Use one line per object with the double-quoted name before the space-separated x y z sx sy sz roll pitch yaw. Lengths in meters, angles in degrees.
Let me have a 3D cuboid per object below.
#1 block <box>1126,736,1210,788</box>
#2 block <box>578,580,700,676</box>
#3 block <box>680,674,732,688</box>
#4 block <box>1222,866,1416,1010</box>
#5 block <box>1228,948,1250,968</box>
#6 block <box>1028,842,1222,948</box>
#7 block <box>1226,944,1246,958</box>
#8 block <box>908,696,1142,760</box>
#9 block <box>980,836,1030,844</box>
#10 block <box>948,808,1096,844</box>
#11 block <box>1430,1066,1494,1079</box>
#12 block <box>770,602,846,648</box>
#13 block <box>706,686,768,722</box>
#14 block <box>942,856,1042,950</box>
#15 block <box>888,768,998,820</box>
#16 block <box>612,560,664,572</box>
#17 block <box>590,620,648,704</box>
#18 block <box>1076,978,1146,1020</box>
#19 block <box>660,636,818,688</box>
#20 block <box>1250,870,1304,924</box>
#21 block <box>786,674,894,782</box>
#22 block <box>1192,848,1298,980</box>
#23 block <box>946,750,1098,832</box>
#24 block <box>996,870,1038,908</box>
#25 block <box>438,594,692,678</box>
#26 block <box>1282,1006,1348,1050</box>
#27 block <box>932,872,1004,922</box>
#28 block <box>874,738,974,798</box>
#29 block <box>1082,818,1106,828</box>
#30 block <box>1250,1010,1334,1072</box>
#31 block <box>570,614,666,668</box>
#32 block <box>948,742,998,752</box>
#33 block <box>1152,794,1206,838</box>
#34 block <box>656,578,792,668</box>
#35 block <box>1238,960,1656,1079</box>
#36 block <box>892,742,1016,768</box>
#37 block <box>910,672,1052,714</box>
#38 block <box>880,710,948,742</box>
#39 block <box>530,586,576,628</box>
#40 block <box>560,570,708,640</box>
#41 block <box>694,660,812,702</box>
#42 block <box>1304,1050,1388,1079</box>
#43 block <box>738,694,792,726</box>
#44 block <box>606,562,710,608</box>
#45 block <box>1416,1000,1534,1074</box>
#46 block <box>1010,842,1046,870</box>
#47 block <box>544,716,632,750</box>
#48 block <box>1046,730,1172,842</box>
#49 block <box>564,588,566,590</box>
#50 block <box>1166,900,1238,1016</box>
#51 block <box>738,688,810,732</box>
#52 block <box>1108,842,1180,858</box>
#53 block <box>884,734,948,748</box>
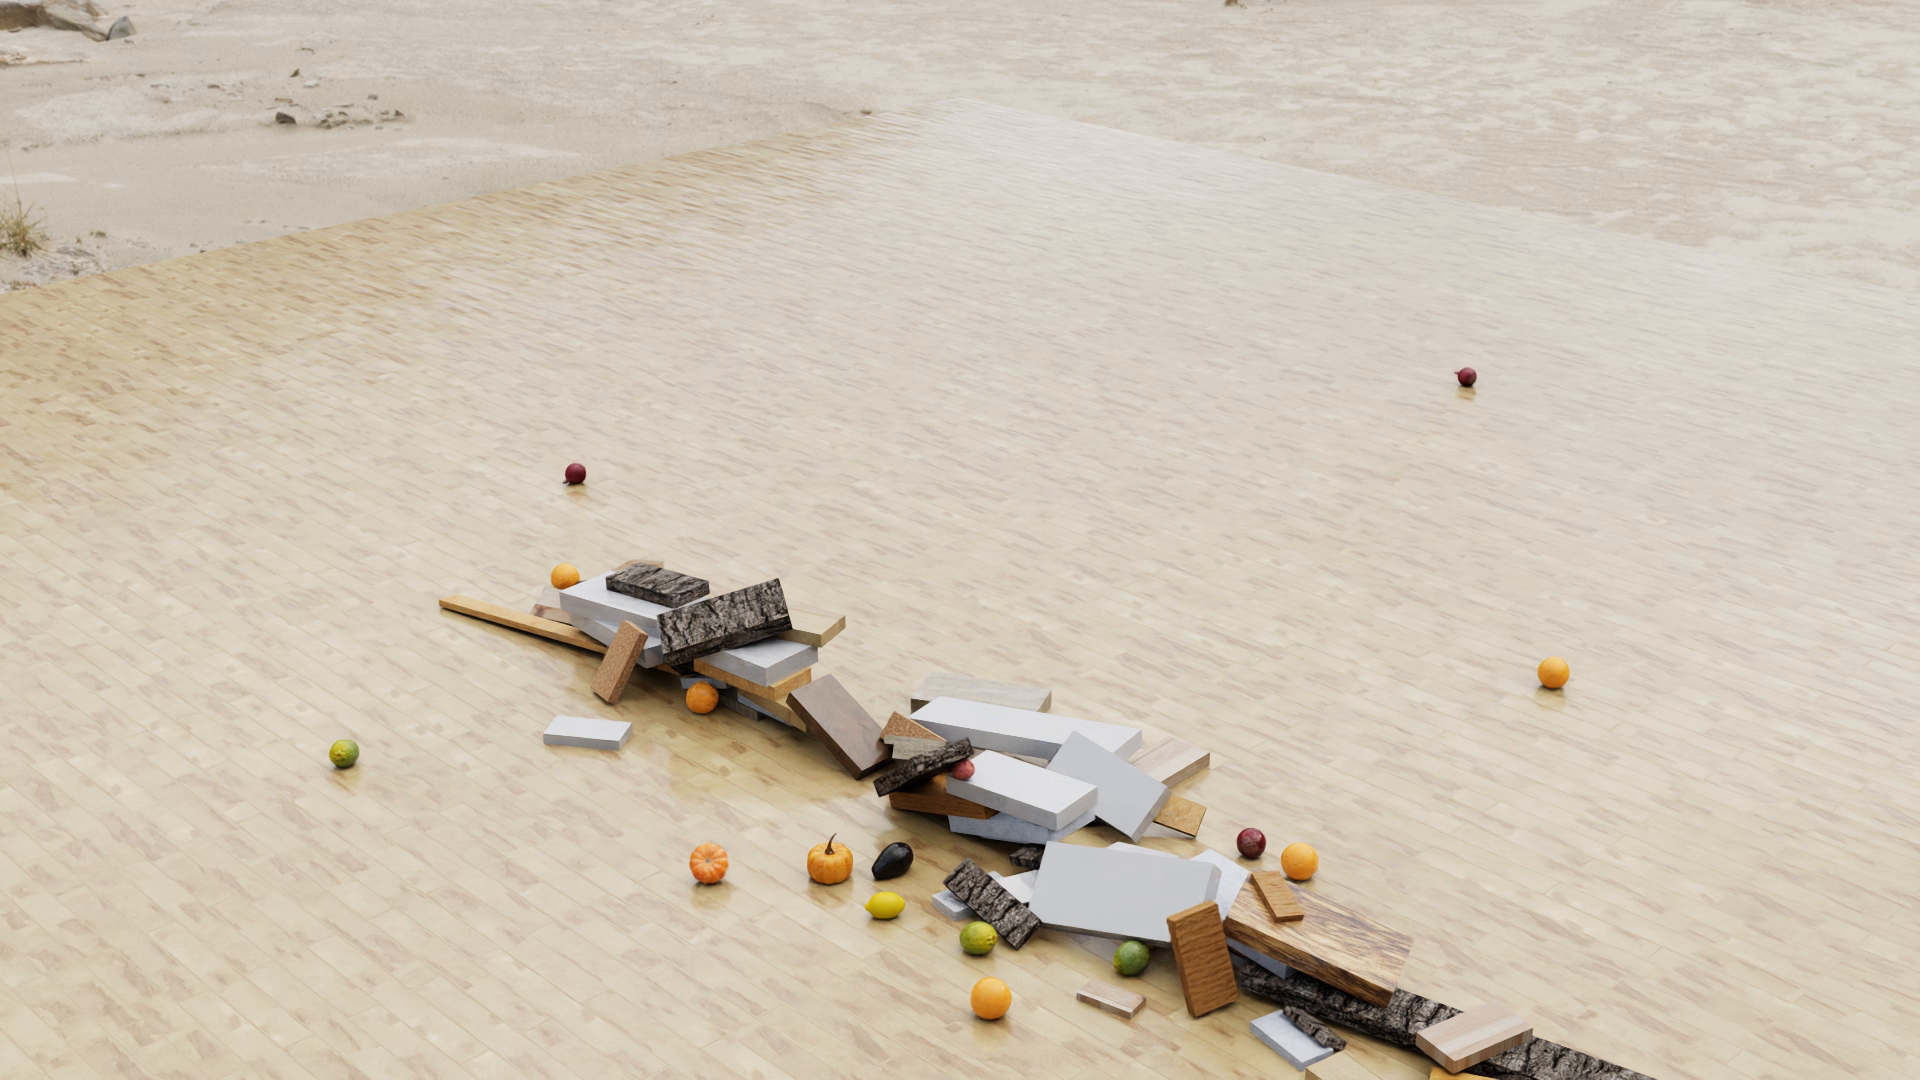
"block" 0.413 0.478 4.594 0.109 0.031 0.218 19 30 38
"block" -0.748 0.198 5.199 0.085 0.024 0.654 -9 20 -29
"block" -0.542 0.308 4.930 0.086 0.024 0.172 -21 11 -40
"block" 0.625 0.691 3.838 0.308 0.044 0.154 23 35 14
"block" 0.502 0.737 3.996 0.158 0.022 0.079 20 30 39
"block" 0.295 0.646 3.992 0.342 0.044 0.154 3 64 32
"block" 0.481 0.695 3.983 0.079 0.022 0.158 -20 35 -40
"block" 0.133 0.405 4.634 0.484 0.040 0.141 7 19 28
"block" 0.113 0.572 4.340 0.140 0.020 0.070 0 17 45
"block" 0.119 0.544 4.325 0.268 0.038 0.134 0 17 45
"block" 0.796 0.931 3.527 0.109 0.031 0.218 8 24 18
"block" -0.380 0.181 4.876 0.226 0.032 0.113 11 25 23
"block" -0.477 0.352 4.901 0.172 0.024 0.086 21 30 40
"block" 0.059 0.671 4.072 0.068 0.019 0.216 -44 47 -12
"block" -0.003 0.508 4.424 0.268 0.038 0.134 0 17 45
"block" -0.804 0.078 5.467 0.085 0.024 0.234 2 7 5
"block" -0.762 0.272 4.918 0.024 0.171 0.085 24 3 -41
"block" 0.265 0.803 3.849 0.109 0.015 0.054 15 27 31
"block" -0.490 0.229 4.861 0.327 0.046 0.163 18 29 36
"block" 0.556 0.625 3.857 0.054 0.015 0.109 -1 37 -21
"block" -0.246 0.394 4.653 0.120 0.034 0.239 -23 59 -43
"block" 0.516 0.670 3.963 0.154 0.044 0.308 -20 35 -39
"block" 0.119 0.486 4.284 0.268 0.038 0.134 15 27 36
"block" 0.106 0.663 4.135 0.136 0.019 0.068 -9 43 -27
"block" -0.927 0.221 5.180 0.792 0.016 0.057 13 21 32
"block" 0.604 0.831 3.749 0.054 0.015 0.109 23 6 -38
"block" 0.028 0.672 4.151 0.148 0.021 0.073 -16 28 -33
"block" -0.074 0.451 4.352 0.124 0.035 0.247 -17 -10 -25
"block" 0.230 0.553 4.432 0.146 0.021 0.073 -3 23 -8
"block" 0.562 0.849 3.735 0.068 0.019 0.136 -14 27 -29
"block" -0.743 0.201 5.075 0.163 0.046 0.360 -16 24 -34
"block" 0.023 0.441 4.653 0.126 0.018 0.063 4 24 10
"block" 0.401 0.534 4.391 0.170 0.018 0.063 18 71 16
"block" -0.517 0.180 4.820 0.282 0.040 0.141 -17 37 -3
"block" 0.851 0.842 3.707 0.786 0.031 0.109 15 28 29
"block" -0.010 0.454 4.546 0.248 0.035 0.124 6 -12 5
"block" 0.047 0.358 4.866 0.282 0.040 0.141 8 24 17
"block" -0.099 0.418 4.628 0.128 0.064 0.018 30 6 5
"block" -0.940 0.167 5.282 0.171 0.024 0.086 10 58 23
"block" -0.754 0.148 5.088 0.327 0.046 0.163 13 25 37
"block" -0.457 0.284 4.835 0.239 0.034 0.120 17 28 34
"block" 0.660 0.904 3.598 0.090 0.025 0.179 -15 27 -31
"block" -0.398 0.356 4.828 0.172 0.024 0.086 21 30 39
"block" -0.700 0.105 5.085 0.226 0.032 0.113 13 25 37
"block" 0.859 0.828 3.670 0.179 0.025 0.090 -13 28 -30
"block" 0.168 0.605 4.199 0.070 0.020 0.140 -26 18 -40
"block" -0.803 0.417 4.748 0.171 0.024 0.086 4 23 10
"block" 0.290 0.493 4.405 0.248 0.035 0.124 29 77 35
"block" -0.955 0.151 5.384 0.057 0.016 0.114 -20 30 -39
"block" 0.421 0.725 3.810 0.090 0.179 0.025 -18 11 -21
"block" -0.363 0.343 4.786 0.120 0.034 0.239 -19 30 -38
"block" 0.327 0.607 4.133 0.085 0.024 0.169 -21 16 -37
"block" -0.091 0.426 4.585 0.128 0.018 0.064 5 -12 7
